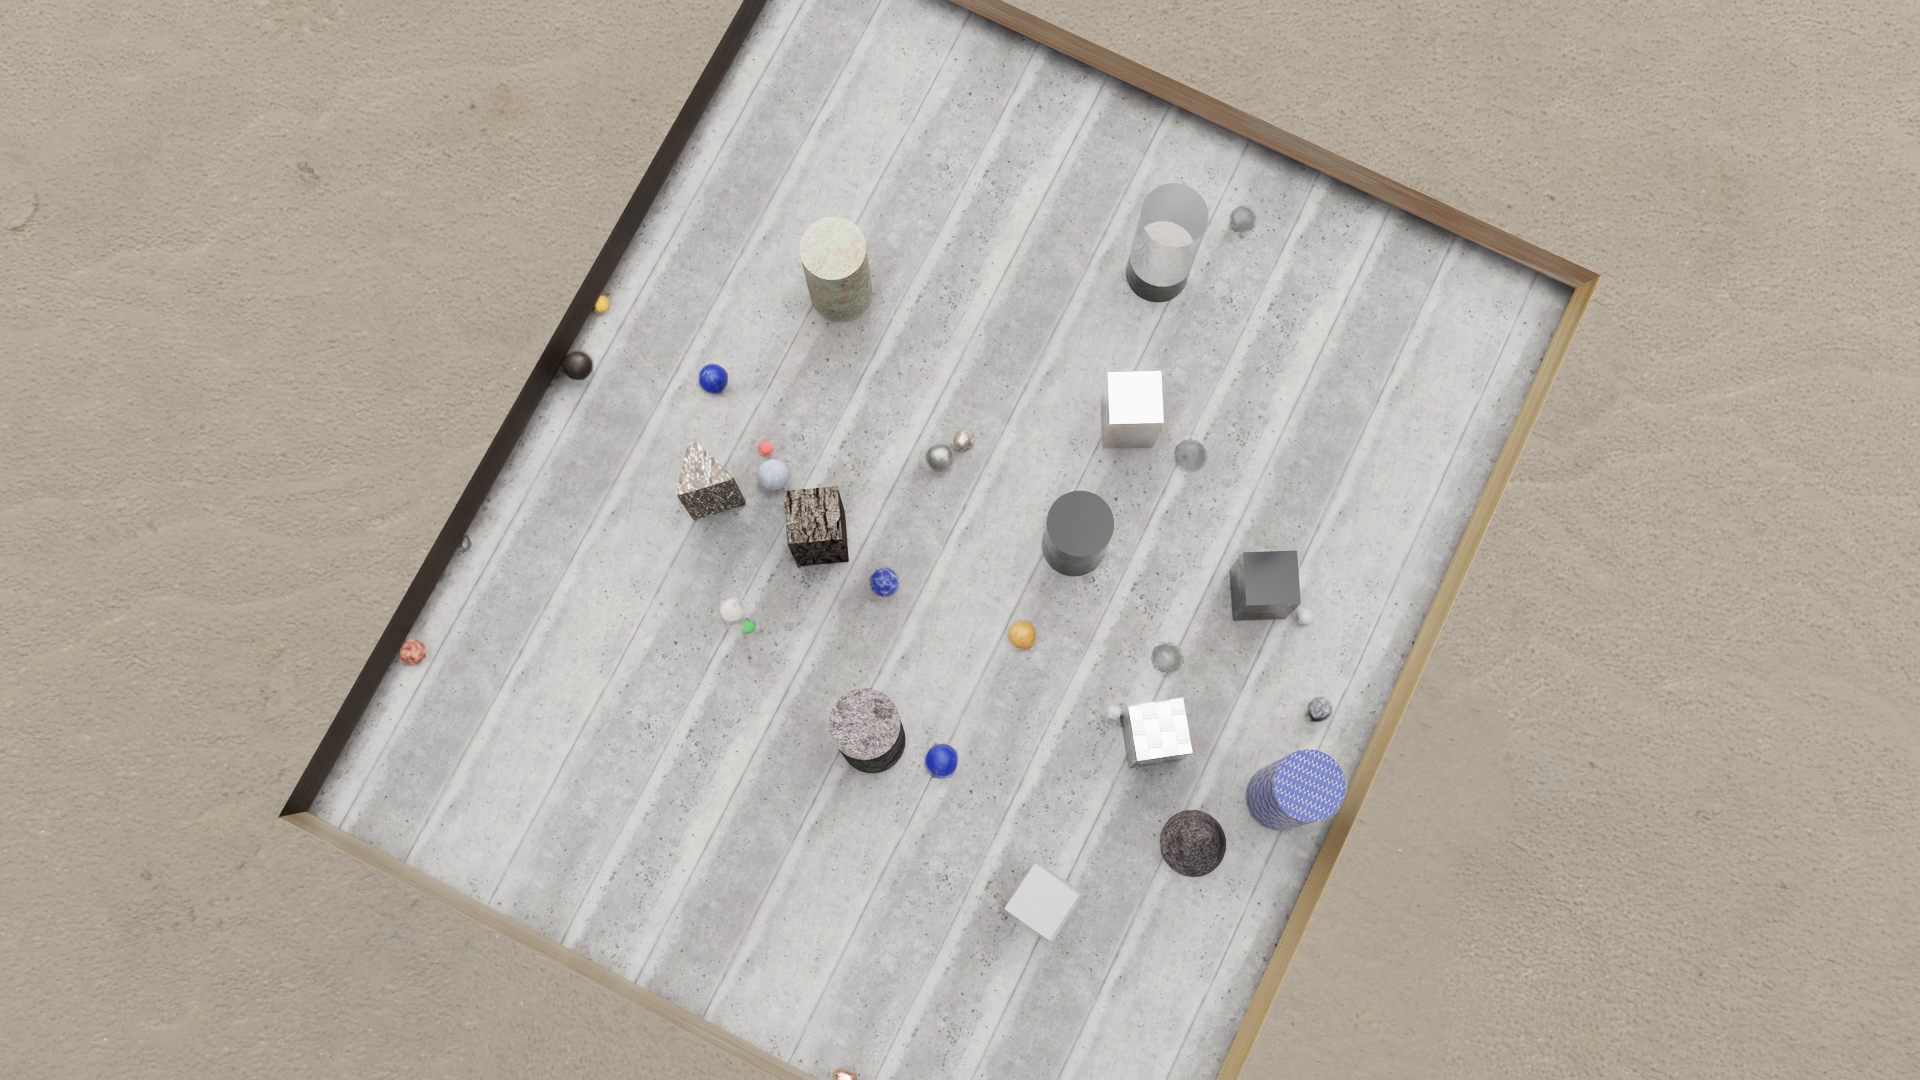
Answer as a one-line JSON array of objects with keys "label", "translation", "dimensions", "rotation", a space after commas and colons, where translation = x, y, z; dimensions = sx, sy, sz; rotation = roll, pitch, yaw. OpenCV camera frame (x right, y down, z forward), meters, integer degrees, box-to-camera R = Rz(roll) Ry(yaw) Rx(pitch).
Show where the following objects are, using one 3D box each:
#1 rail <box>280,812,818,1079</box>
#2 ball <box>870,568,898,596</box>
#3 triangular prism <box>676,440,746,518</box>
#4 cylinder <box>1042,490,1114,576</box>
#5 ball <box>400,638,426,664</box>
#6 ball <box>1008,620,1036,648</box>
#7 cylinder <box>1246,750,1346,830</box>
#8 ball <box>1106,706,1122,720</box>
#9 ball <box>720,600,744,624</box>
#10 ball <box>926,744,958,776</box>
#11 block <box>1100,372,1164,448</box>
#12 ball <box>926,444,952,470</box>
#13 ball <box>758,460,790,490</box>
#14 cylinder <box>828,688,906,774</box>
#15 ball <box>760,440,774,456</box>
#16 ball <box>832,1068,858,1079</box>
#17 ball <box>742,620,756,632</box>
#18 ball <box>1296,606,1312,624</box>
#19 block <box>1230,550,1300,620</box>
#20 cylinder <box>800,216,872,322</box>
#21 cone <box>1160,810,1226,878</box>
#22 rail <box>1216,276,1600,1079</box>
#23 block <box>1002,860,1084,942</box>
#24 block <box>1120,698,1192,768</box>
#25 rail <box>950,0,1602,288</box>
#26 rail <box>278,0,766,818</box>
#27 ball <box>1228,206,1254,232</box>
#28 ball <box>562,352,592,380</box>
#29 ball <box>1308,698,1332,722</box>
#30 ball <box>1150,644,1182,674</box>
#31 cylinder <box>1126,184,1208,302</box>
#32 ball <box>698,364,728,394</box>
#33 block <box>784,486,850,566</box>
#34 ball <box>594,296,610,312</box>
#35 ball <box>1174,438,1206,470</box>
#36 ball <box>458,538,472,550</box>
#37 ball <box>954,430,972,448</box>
[{"label": "rail", "translation": [-0.717, 1.411, 5.258], "dimensions": [2.802, 0.128, 0.045], "rotation": [26, 80, 5]}, {"label": "ball", "translation": [-0.229, 0.127, 5.546], "dimensions": [0.087, 0.087, 0.087], "rotation": [0, 78, 0]}, {"label": "triangular prism", "translation": [-0.762, -0.192, 5.486], "dimensions": [0.171, 0.333, 0.148], "rotation": [-17, 79, -3]}, {"label": "cylinder", "translation": [0.349, -0.016, 5.461], "dimensions": [0.197, 0.312, 0.197], "rotation": [0, 78, 0]}, {"label": "ball", "translation": [-1.645, 0.335, 5.508], "dimensions": [0.077, 0.077, 0.077], "rotation": [0, 78, 0]}, {"label": "ball", "translation": [0.187, 0.283, 5.515], "dimensions": [0.085, 0.085, 0.085], "rotation": [0, 78, 0]}, {"label": "cylinder", "translation": [0.949, 0.716, 5.217], "dimensions": [0.197, 0.492, 0.197], "rotation": [0, 78, 0]}, {"label": "ball", "translation": [0.461, 0.517, 5.487], "dimensions": [0.044, 0.044, 0.044], "rotation": [0, 78, 0]}, {"label": "ball", "translation": [-0.687, 0.215, 5.535], "dimensions": [0.072, 0.072, 0.072], "rotation": [0, 78, 0]}, {"label": "ball", "translation": [-0.054, 0.653, 5.431], "dimensions": [0.099, 0.099, 0.099], "rotation": [0, 78, 0]}, {"label": "block", "translation": [0.518, -0.391, 5.548], "dimensions": [0.158, 0.293, 0.158], "rotation": [-1, 78, 0]}, {"label": "ball", "translation": [-0.064, -0.254, 5.628], "dimensions": [0.081, 0.081, 0.081], "rotation": [0, 78, 0]}, {"label": "ball", "translation": [-0.571, -0.198, 5.609], "dimensions": [0.096, 0.096, 0.096], "rotation": [0, 78, 0]}, {"label": "cylinder", "translation": [-0.262, 0.552, 5.258], "dimensions": [0.197, 0.478, 0.197], "rotation": [0, 78, 0]}, {"label": "ball", "translation": [-0.595, -0.285, 5.652], "dimensions": [0.046, 0.046, 0.046], "rotation": [0, 78, 0]}, {"label": "ball", "translation": [-0.329, 1.553, 5.258], "dimensions": [0.072, 0.072, 0.072], "rotation": [0, 78, 0]}, {"label": "ball", "translation": [-0.637, 0.260, 5.542], "dimensions": [0.041, 0.041, 0.041], "rotation": [0, 78, 0]}, {"label": "ball", "translation": [1.040, 0.228, 5.543], "dimensions": [0.052, 0.052, 0.052], "rotation": [0, 78, 0]}, {"label": "block", "translation": [0.904, 0.138, 5.447], "dimensions": [0.158, 0.276, 0.158], "rotation": [-2, 78, 0]}, {"label": "cylinder", "translation": [-0.375, -0.822, 5.591], "dimensions": [0.197, 0.384, 0.197], "rotation": [0, 78, 0]}, {"label": "cone", "translation": [0.690, 0.856, 5.224], "dimensions": [0.197, 0.422, 0.197], "rotation": [0, 78, 0]}, {"label": "rail", "translation": [1.232, 0.610, 5.424], "dimensions": [0.045, 0.128, 3.254], "rotation": [26, 80, 5]}, {"label": "block", "translation": [0.231, 1.028, 5.203], "dimensions": [0.158, 0.394, 0.158], "rotation": [34, 80, 7]}, {"label": "block", "translation": [0.570, 0.567, 5.354], "dimensions": [0.158, 0.284, 0.158], "rotation": [-8, 78, -2]}, {"label": "rail", "translation": [0.717, -1.398, 5.839], "dimensions": [2.802, 0.128, 0.045], "rotation": [26, 80, 5]}, {"label": "rail", "translation": [-1.232, -0.596, 5.674], "dimensions": [0.045, 0.128, 3.254], "rotation": [26, 80, 5]}, {"label": "ball", "translation": [0.890, -1.011, 5.784], "dimensions": [0.082, 0.082, 0.082], "rotation": [0, 78, 0]}, {"label": "ball", "translation": [-1.186, -0.539, 5.682], "dimensions": [0.091, 0.091, 0.091], "rotation": [0, 78, 0]}, {"label": "ball", "translation": [1.073, 0.508, 5.475], "dimensions": [0.071, 0.071, 0.071], "rotation": [0, 78, 0]}, {"label": "ball", "translation": [0.617, 0.355, 5.496], "dimensions": [0.092, 0.092, 0.092], "rotation": [0, 78, 0]}, {"label": "cylinder", "translation": [0.623, -0.894, 5.553], "dimensions": [0.197, 0.486, 0.197], "rotation": [0, 78, 0]}, {"label": "ball", "translation": [-0.763, -0.500, 5.673], "dimensions": [0.092, 0.092, 0.092], "rotation": [0, 78, 0]}, {"label": "block", "translation": [-0.425, -0.038, 5.450], "dimensions": [0.158, 0.342, 0.158], "rotation": [-5, 78, -1]}, {"label": "ball", "translation": [-1.122, -0.740, 5.743], "dimensions": [0.052, 0.052, 0.052], "rotation": [0, 78, 0]}, {"label": "ball", "translation": [0.705, -0.261, 5.620], "dimensions": [0.099, 0.099, 0.099], "rotation": [0, 78, 0]}, {"label": "ball", "translation": [-1.513, 0.012, 5.593], "dimensions": [0.042, 0.042, 0.042], "rotation": [0, 78, 0]}, {"label": "ball", "translation": [0.010, -0.310, 5.651], "dimensions": [0.058, 0.058, 0.058], "rotation": [0, 78, 0]}]
